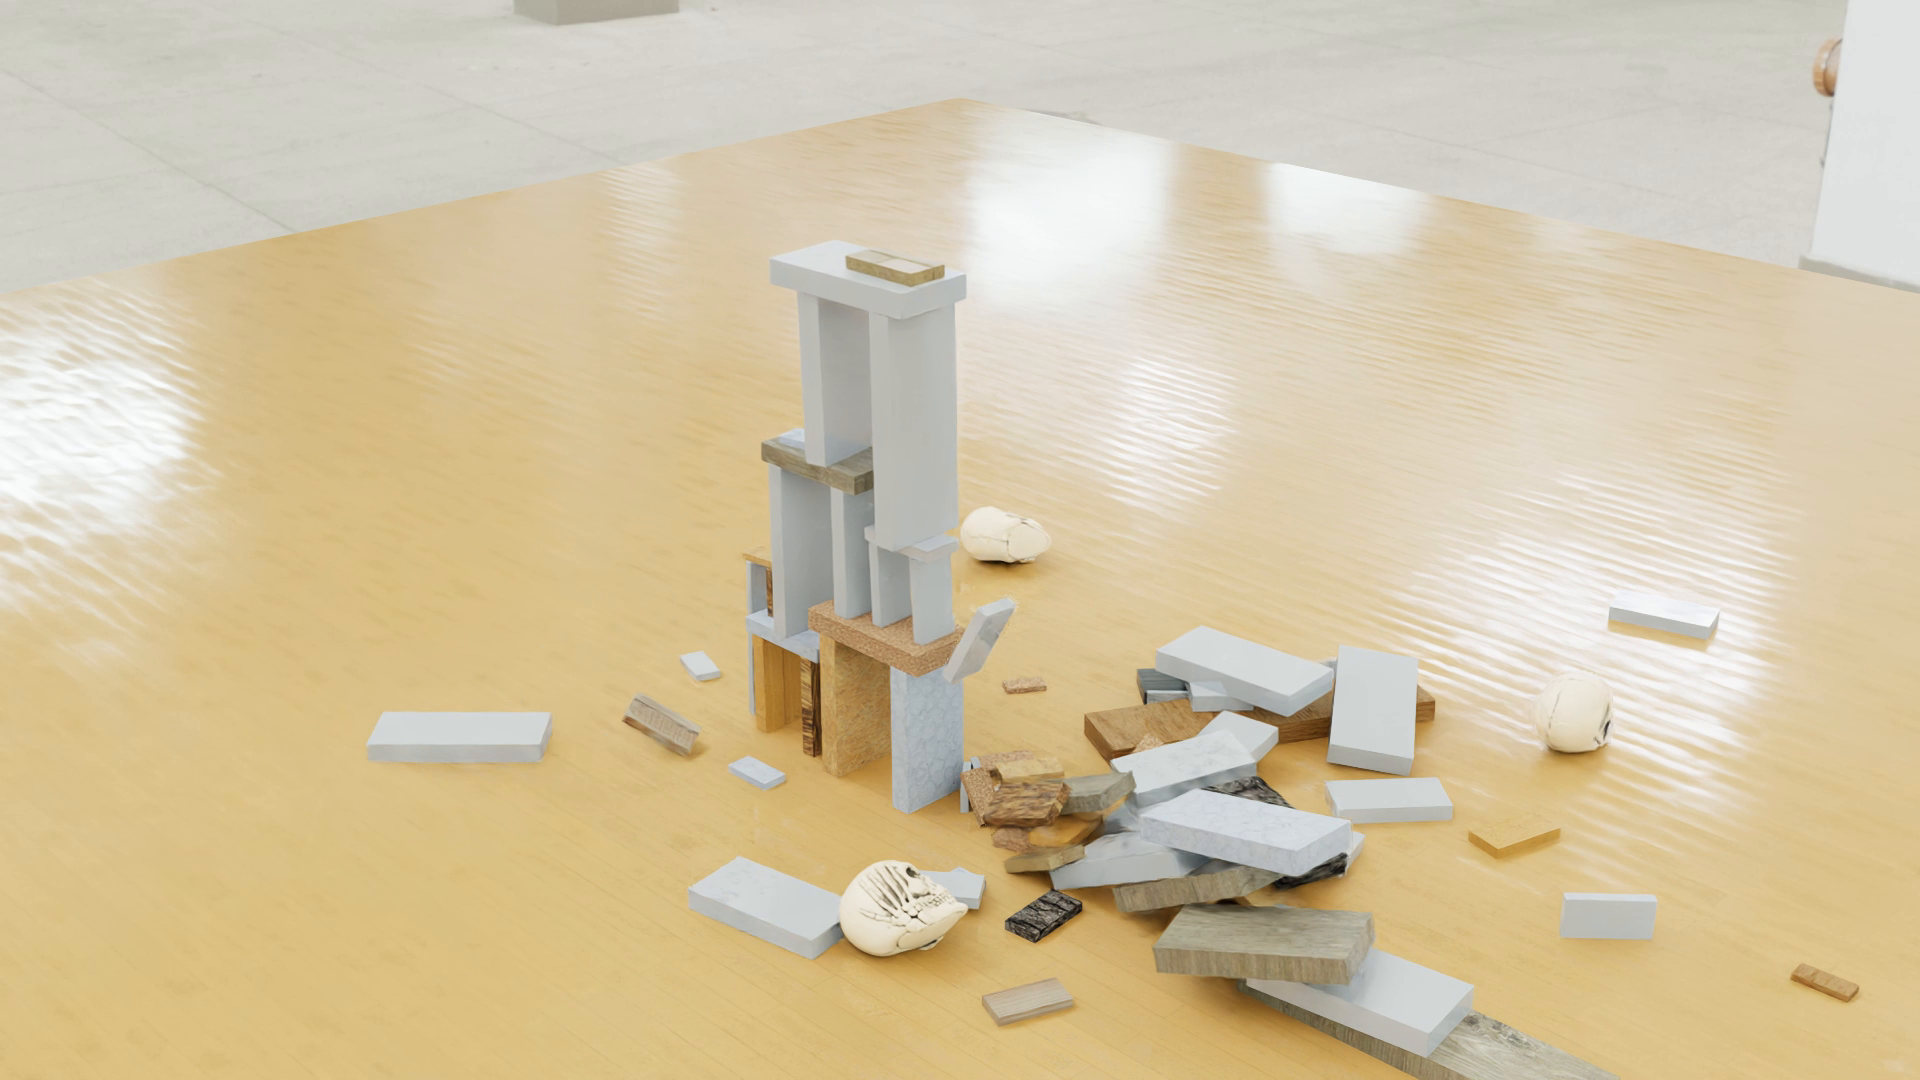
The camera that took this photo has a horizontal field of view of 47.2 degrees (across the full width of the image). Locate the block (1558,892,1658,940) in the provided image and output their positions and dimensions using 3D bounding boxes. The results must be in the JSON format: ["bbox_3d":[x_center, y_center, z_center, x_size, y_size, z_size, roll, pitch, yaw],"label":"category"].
[{"bbox_3d":[1.187,0.690,4.030,0.165,0.082,0.023,1,23,2],"label":"block"}]

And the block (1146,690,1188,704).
[{"bbox_3d":[0.460,0.357,4.861,0.093,0.046,0.013,0,23,1],"label":"block"}]

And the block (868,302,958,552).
[{"bbox_3d":[-0.087,-0.227,4.235,0.050,0.474,0.178,20,30,41],"label":"block"}]

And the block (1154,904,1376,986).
[{"bbox_3d":[0.526,0.696,3.801,0.343,0.049,0.171,-2,17,27],"label":"block"}]

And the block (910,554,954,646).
[{"bbox_3d":[-0.055,0.110,4.339,0.025,0.176,0.088,17,28,42],"label":"block"}]

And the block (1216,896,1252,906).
[{"bbox_3d":[0.515,0.689,4.049,0.019,0.068,0.135,-9,25,-21],"label":"block"}]

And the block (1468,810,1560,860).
[{"bbox_3d":[1.098,0.583,4.357,0.165,0.023,0.082,-13,26,-27],"label":"block"}]

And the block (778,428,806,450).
[{"bbox_3d":[-0.305,-0.201,4.463,0.116,0.016,0.058,16,28,33],"label":"block"}]

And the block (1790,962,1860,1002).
[{"bbox_3d":[1.532,0.784,3.896,0.104,0.013,0.046,20,30,39],"label":"block"}]

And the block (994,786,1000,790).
[{"bbox_3d":[0.121,0.517,4.518,0.131,0.019,0.066,-16,28,-33],"label":"block"}]

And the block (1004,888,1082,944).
[{"bbox_3d":[0.156,0.698,4.089,0.071,0.020,0.142,18,29,36],"label":"block"}]

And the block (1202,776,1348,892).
[{"bbox_3d":[0.597,0.563,4.253,0.149,0.042,0.298,-10,30,-27],"label":"block"}]

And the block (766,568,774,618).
[{"bbox_3d":[-0.387,0.107,4.700,0.054,0.108,0.015,-21,31,-41],"label":"block"}]

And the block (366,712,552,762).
[{"bbox_3d":[-1.070,0.421,4.714,0.366,0.042,0.149,0,23,0],"label":"block"}]

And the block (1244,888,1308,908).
[{"bbox_3d":[0.576,0.686,4.119,0.135,0.019,0.067,-6,24,-14],"label":"block"}]

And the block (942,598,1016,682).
[{"bbox_3d":[0.036,0.193,4.250,0.025,0.178,0.089,44,37,23],"label":"block"}]

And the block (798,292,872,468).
[{"bbox_3d":[-0.238,-0.342,4.358,0.050,0.356,0.178,14,27,33],"label":"block"}]

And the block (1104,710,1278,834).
[{"bbox_3d":[0.478,0.490,4.489,0.132,0.037,0.460,16,35,34],"label":"block"}]

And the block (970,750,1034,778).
[{"bbox_3d":[0.094,0.471,4.626,0.131,0.019,0.066,-6,24,-13],"label":"block"}]

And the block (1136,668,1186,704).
[{"bbox_3d":[0.527,0.328,4.945,0.246,0.034,0.119,-1,23,-3],"label":"block"}]

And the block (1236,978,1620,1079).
[{"bbox_3d":[0.781,0.834,3.732,0.644,0.049,0.171,20,30,39],"label":"block"}]

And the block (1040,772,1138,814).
[{"bbox_3d":[0.223,0.509,4.386,0.238,0.034,0.119,-12,10,42],"label":"block"}]

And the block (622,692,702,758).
[{"bbox_3d":[-0.635,0.393,4.685,0.158,0.022,0.079,31,38,-7],"label":"block"}]

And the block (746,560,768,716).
[{"bbox_3d":[-0.437,0.209,4.794,0.015,0.370,0.054,23,32,40],"label":"block"}]

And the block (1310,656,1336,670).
[{"bbox_3d":[0.789,0.294,4.966,0.235,0.033,0.117,-8,-1,-17],"label":"block"}]

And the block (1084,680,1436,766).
[{"bbox_3d":[0.655,0.385,4.790,0.754,0.049,0.174,-7,24,-16],"label":"block"}]

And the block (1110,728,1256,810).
[{"bbox_3d":[0.453,0.463,4.463,0.264,0.037,0.132,-13,29,-15],"label":"block"}]

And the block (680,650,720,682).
[{"bbox_3d":[-0.599,0.290,5.056,0.058,0.016,0.116,-11,25,-24],"label":"block"}]

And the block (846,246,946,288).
[{"bbox_3d":[-0.123,-0.516,4.150,0.178,0.025,0.089,21,31,40],"label":"block"}]

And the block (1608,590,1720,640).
[{"bbox_3d":[1.696,0.178,5.298,0.235,0.033,0.117,13,26,28],"label":"block"}]

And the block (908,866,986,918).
[{"bbox_3d":[-0.025,0.667,4.164,0.071,0.020,0.142,21,31,40],"label":"block"}]

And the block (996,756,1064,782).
[{"bbox_3d":[0.145,0.480,4.559,0.130,0.018,0.065,-6,24,-13],"label":"block"}]

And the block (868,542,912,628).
[{"bbox_3d":[-0.138,0.078,4.415,0.088,0.176,0.025,-21,28,-40],"label":"block"}]

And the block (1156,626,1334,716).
[{"bbox_3d":[0.620,0.283,4.808,0.347,0.049,0.174,18,29,37],"label":"block"}]
